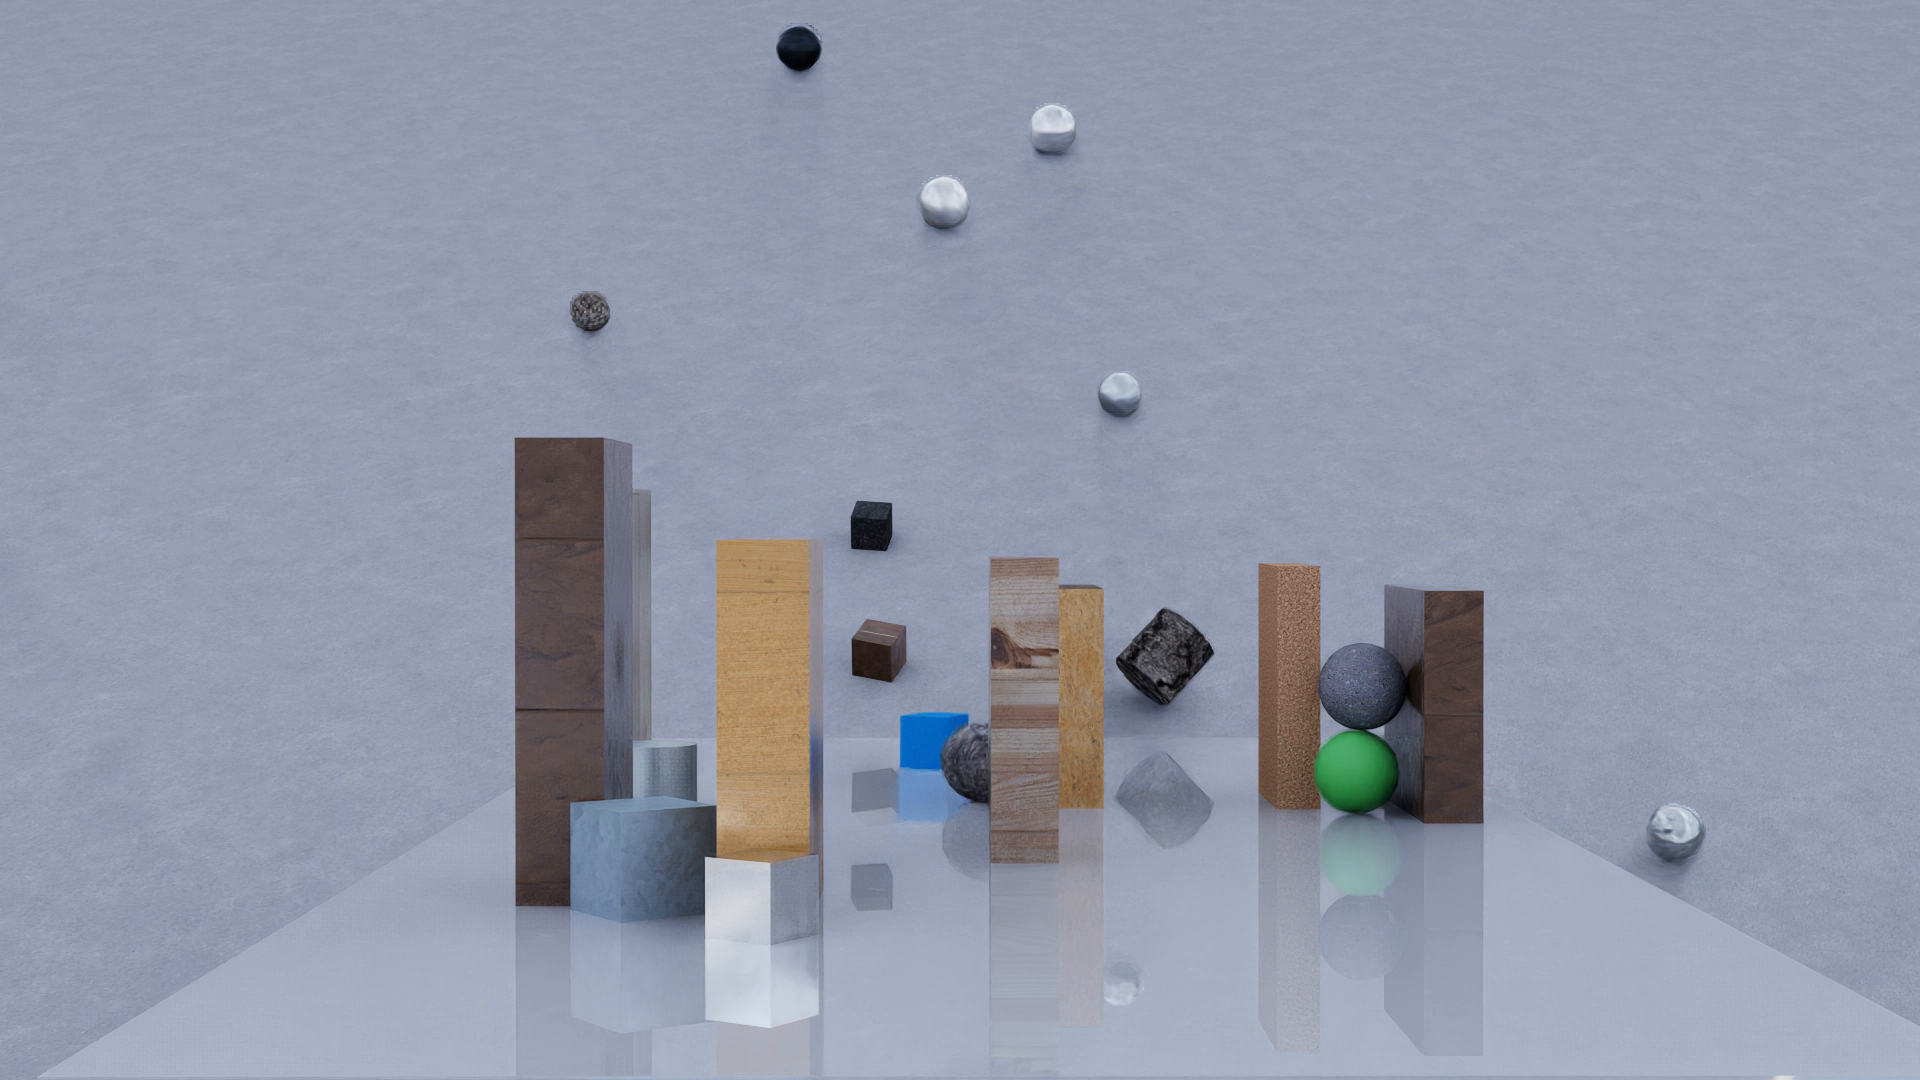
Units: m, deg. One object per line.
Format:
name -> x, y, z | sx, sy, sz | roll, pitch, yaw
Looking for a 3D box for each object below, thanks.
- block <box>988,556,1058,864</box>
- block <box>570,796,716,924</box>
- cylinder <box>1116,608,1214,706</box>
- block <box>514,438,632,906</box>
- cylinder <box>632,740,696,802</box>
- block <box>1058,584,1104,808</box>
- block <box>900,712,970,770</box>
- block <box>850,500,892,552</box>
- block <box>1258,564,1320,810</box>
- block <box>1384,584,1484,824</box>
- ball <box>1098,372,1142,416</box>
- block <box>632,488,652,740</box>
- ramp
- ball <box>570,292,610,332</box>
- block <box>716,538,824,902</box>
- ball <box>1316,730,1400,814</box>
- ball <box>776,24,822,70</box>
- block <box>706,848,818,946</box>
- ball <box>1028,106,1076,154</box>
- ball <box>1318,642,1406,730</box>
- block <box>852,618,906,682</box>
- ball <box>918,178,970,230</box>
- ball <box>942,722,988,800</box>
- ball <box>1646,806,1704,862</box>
block -> 0.106, 0.278, 4.358 | 0.111, 0.498, 0.272 | 0, 1, 0
block -> -0.455, 0.456, 3.711 | 0.154, 0.154, 0.154 | 0, 1, -35
cylinder -> 0.546, 0.312, 6.896 | 0.185, 0.185, 0.185 | -46, 45, -13
block -> -0.583, 0.190, 3.924 | 0.130, 0.682, 0.330 | 0, 1, 0
cylinder -> -0.555, 0.447, 4.692 | 0.155, 0.155, 0.155 | 0, 1, 0
block -> 0.224, 0.307, 5.184 | 0.109, 0.426, 0.329 | 0, 1, 0
block -> -0.057, 0.455, 5.866 | 0.117, 0.117, 0.117 | 0, 1, 24
block -> -0.263, -0.042, 7.703 | 0.107, 0.107, 0.107 | 4, 29, 7
block -> 0.655, 0.284, 5.152 | 0.083, 0.470, 0.316 | 0, 1, 0
block -> 0.911, 0.306, 4.989 | 0.110, 0.430, 0.446 | 0, 1, 0
ball -> 0.525, -0.476, 8.463 | 0.144, 0.144, 0.144 | 0, 28, 0
block -> -0.662, 0.213, 4.919 | 0.109, 0.619, 0.345 | 0, 1, 0
ramp -> 0.064, 0.575, 4.618 | 2.000, 0.100, 4.000 | 0, 1, 0
ball -> -1.296, -0.799, 9.068 | 0.136, 0.136, 0.136 | 0, 28, 0
block -> -0.272, 0.266, 3.746 | 0.128, 0.535, 0.364 | 0, 1, 0
ball -> 0.759, 0.442, 4.935 | 0.159, 0.159, 0.159 | 0, 28, 0
ball -> -0.722, -2.207, 11.593 | 0.203, 0.203, 0.203 | 0, 28, 0
block -> -0.267, 0.481, 3.490 | 0.109, 0.109, 0.109 | 0, 1, 33
ball -> 0.381, -1.691, 10.646 | 0.198, 0.198, 0.198 | 0, 28, 0
ball -> 0.772, 0.281, 4.958 | 0.168, 0.168, 0.168 | 0, 28, 0
block -> -0.221, 0.302, 7.060 | 0.115, 0.115, 0.115 | 10, 30, 17
ball -> -0.061, -1.292, 9.911 | 0.197, 0.197, 0.197 | 0, 28, 0
ball -> 0.041, 0.442, 5.153 | 0.156, 0.156, 0.156 | 0, 28, 0
ball -> 1.735, 0.714, 6.277 | 0.137, 0.137, 0.137 | 0, 28, 0
